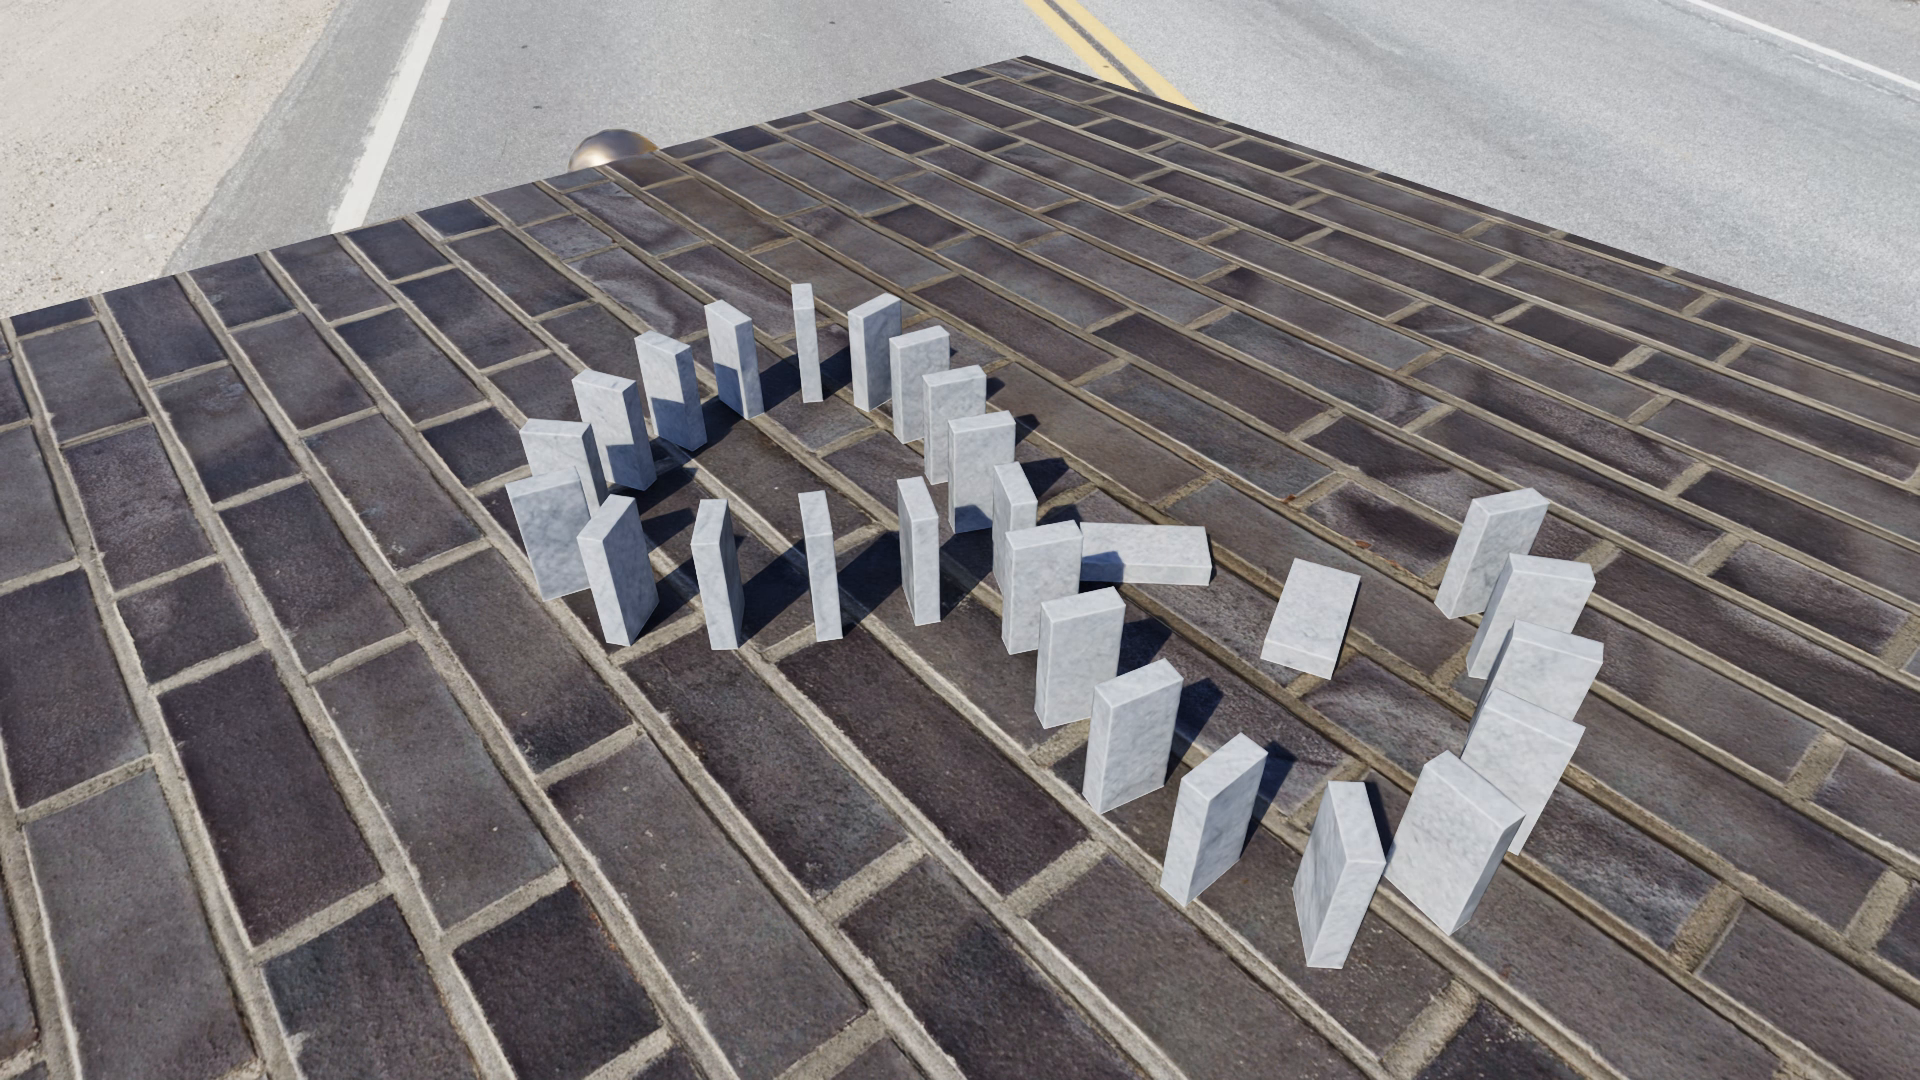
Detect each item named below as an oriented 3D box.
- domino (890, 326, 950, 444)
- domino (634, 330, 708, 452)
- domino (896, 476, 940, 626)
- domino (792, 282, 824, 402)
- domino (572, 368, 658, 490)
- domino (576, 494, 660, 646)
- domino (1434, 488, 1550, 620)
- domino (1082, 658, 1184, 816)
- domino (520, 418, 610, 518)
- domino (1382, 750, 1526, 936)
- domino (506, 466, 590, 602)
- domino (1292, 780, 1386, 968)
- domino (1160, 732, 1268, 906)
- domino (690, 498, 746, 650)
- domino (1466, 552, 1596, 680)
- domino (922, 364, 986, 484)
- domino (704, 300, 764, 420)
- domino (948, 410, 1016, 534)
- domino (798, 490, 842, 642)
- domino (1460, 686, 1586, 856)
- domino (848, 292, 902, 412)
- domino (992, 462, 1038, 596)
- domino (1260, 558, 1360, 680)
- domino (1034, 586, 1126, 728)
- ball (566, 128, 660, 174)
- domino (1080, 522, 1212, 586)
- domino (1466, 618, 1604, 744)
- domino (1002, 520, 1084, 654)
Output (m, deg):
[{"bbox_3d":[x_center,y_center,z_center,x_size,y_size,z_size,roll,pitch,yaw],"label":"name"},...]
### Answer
[{"bbox_3d":[-0.018,-0.070,0.497,0.025,0.050,0.010,-19,43,-22],"label":"domino"},{"bbox_3d":[-0.129,-0.067,0.493,0.025,0.050,0.010,24,45,26],"label":"domino"},{"bbox_3d":[-0.015,0.004,0.406,0.010,0.050,0.025,-9,40,-11],"label":"domino"},{"bbox_3d":[-0.073,-0.094,0.526,0.009,0.050,0.025,-6,40,-7],"label":"domino"},{"bbox_3d":[-0.147,-0.046,0.468,0.025,0.050,0.010,15,42,17],"label":"domino"},{"bbox_3d":[-0.123,0.011,0.398,0.009,0.050,0.025,8,40,10],"label":"domino"},{"bbox_3d":[0.195,0.005,0.405,0.025,0.050,0.009,-10,40,-12],"label":"domino"},{"bbox_3d":[0.052,0.061,0.337,0.025,0.050,0.010,-18,43,-21],"label":"domino"},{"bbox_3d":[-0.157,-0.024,0.441,0.025,0.050,0.009,5,40,6],"label":"domino"},{"bbox_3d":[0.137,0.085,0.307,0.009,0.050,0.025,-22,44,-24],"label":"domino"},{"bbox_3d":[-0.151,-0.002,0.414,0.025,0.050,0.009,-18,43,-21],"label":"domino"},{"bbox_3d":[0.102,0.092,0.300,0.010,0.050,0.025,2,39,3],"label":"domino"},{"bbox_3d":[0.072,0.080,0.313,0.025,0.050,0.010,-28,47,-30],"label":"domino"},{"bbox_3d":[-0.087,0.013,0.396,0.009,0.050,0.025,-2,39,-2],"label":"domino"},{"bbox_3d":[0.194,0.028,0.377,0.025,0.050,0.009,9,40,10],"label":"domino"},{"bbox_3d":[-0.002,-0.049,0.471,0.025,0.050,0.009,-13,41,-16],"label":"domino"},{"bbox_3d":[-0.105,-0.084,0.514,0.009,0.050,0.025,-29,48,-31],"label":"domino"},{"bbox_3d":[0.009,-0.027,0.444,0.025,0.050,0.010,-10,40,-12],"label":"domino"},{"bbox_3d":[-0.051,0.010,0.399,0.009,0.050,0.025,-8,40,-9],"label":"domino"},{"bbox_3d":[0.163,0.069,0.327,0.025,0.050,0.009,27,46,29],"label":"domino"},{"bbox_3d":[-0.039,-0.088,0.519,0.009,0.050,0.025,29,47,31],"label":"domino"},{"bbox_3d":[0.020,-0.001,0.413,0.010,0.050,0.025,-8,40,-10],"label":"domino"},{"bbox_3d":[0.131,0.028,0.409,0.025,0.009,0.050,17,42,19],"label":"domino"},{"bbox_3d":[0.039,0.039,0.363,0.025,0.050,0.010,-11,41,-14],"label":"domino"},{"bbox_3d":[-0.262,-0.276,0.851,0.080,0.080,0.080,0,39,0],"label":"ball"},{"bbox_3d":[0.073,0.005,0.437,0.050,0.009,0.025,2,39,3],"label":"domino"},{"bbox_3d":[0.182,0.050,0.351,0.025,0.050,0.009,17,42,20],"label":"domino"},{"bbox_3d":[0.029,0.017,0.390,0.025,0.050,0.010,-10,40,-12],"label":"domino"}]
